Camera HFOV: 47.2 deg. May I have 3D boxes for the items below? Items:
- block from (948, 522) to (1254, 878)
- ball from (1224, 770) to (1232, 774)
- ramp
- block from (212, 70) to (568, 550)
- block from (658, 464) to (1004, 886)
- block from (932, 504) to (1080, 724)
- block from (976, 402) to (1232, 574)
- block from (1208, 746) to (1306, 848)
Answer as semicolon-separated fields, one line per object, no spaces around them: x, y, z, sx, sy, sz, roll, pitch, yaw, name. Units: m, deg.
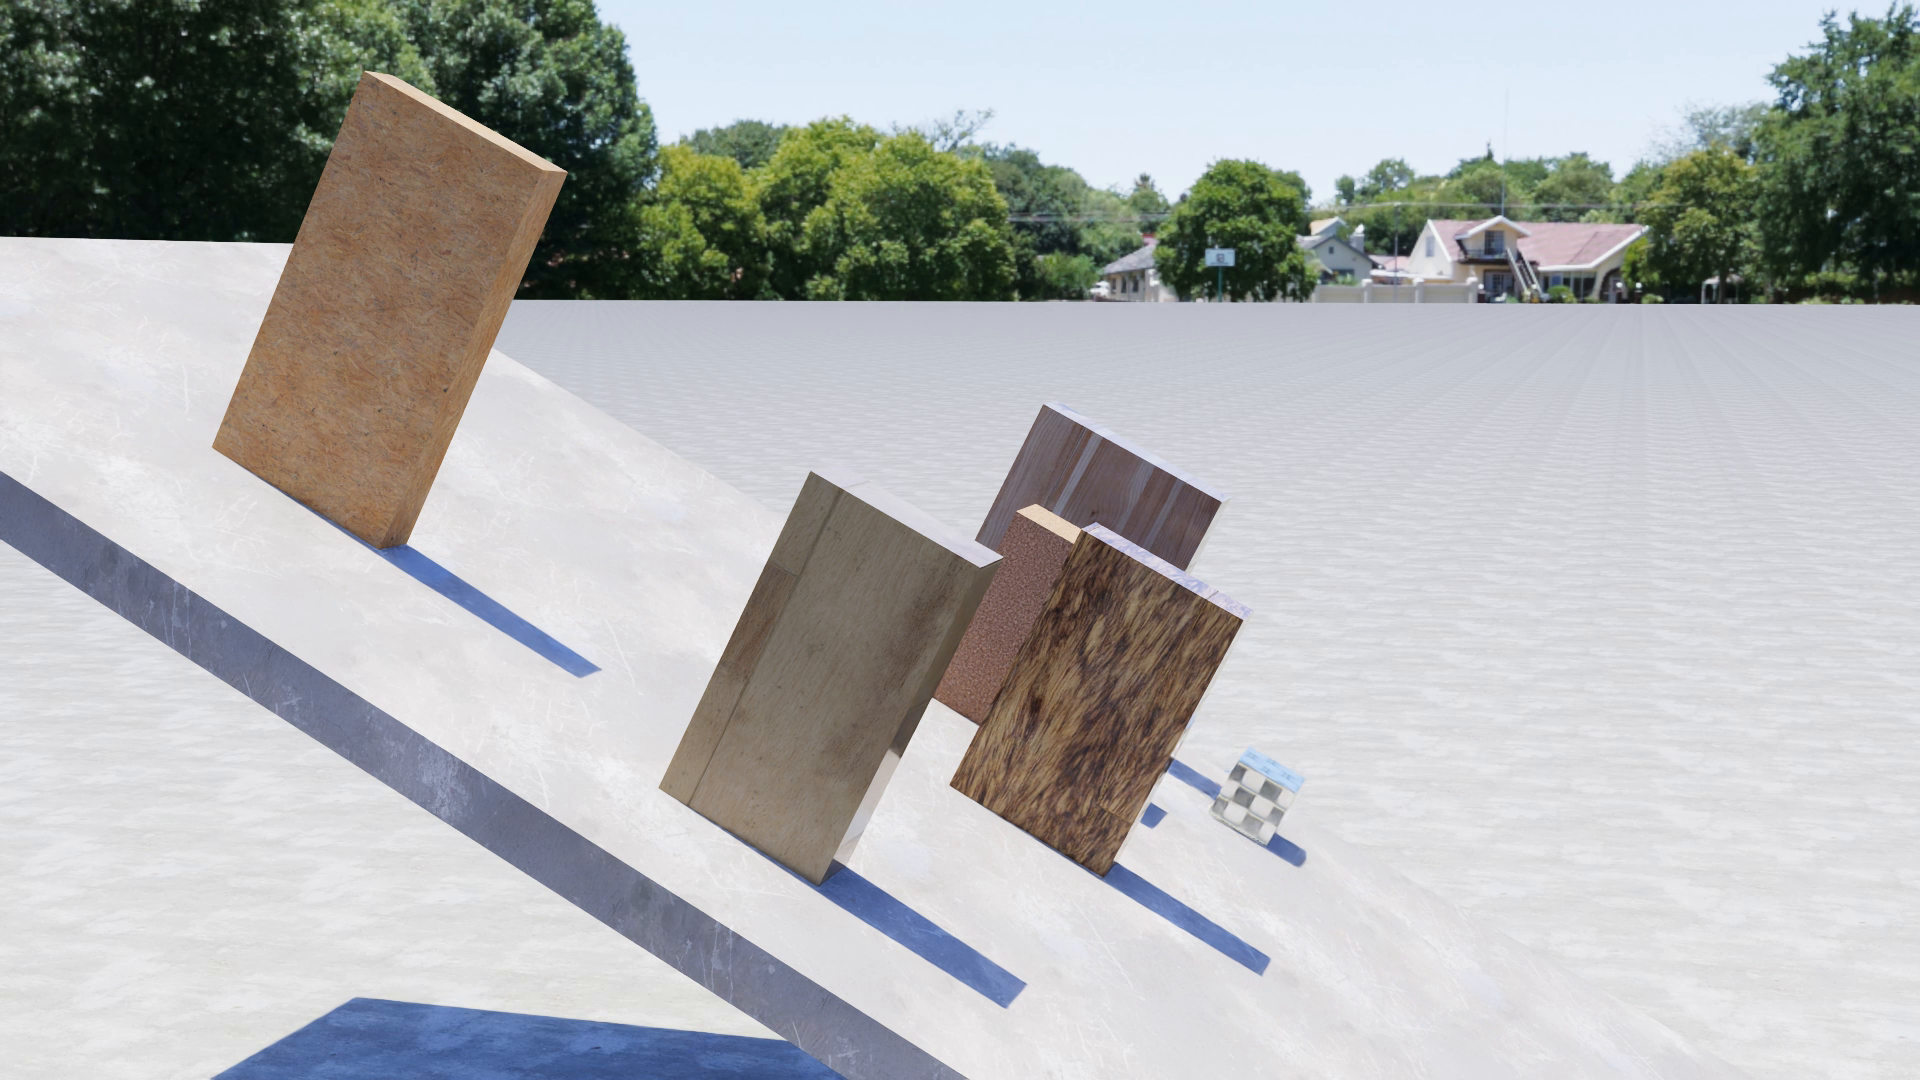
0.257;0.292;4.034;0.333;0.547;0.112;30;14;12;block
0.942;0.865;7.738;0.111;0.111;0.111;0;7;0;ball
-0.232;0.387;4.153;4.000;0.100;2.000;30;14;12;ramp
-1.004;-0.397;3.845;0.376;0.733;0.091;30;14;12;block
-0.205;0.209;3.436;0.303;0.574;0.127;30;14;12;block
0.163;0.188;4.493;0.284;0.427;0.150;30;14;12;block
0.261;0.054;4.848;0.443;0.574;0.114;30;14;12;block
0.629;0.543;4.659;0.138;0.138;0.138;30;14;12;block
